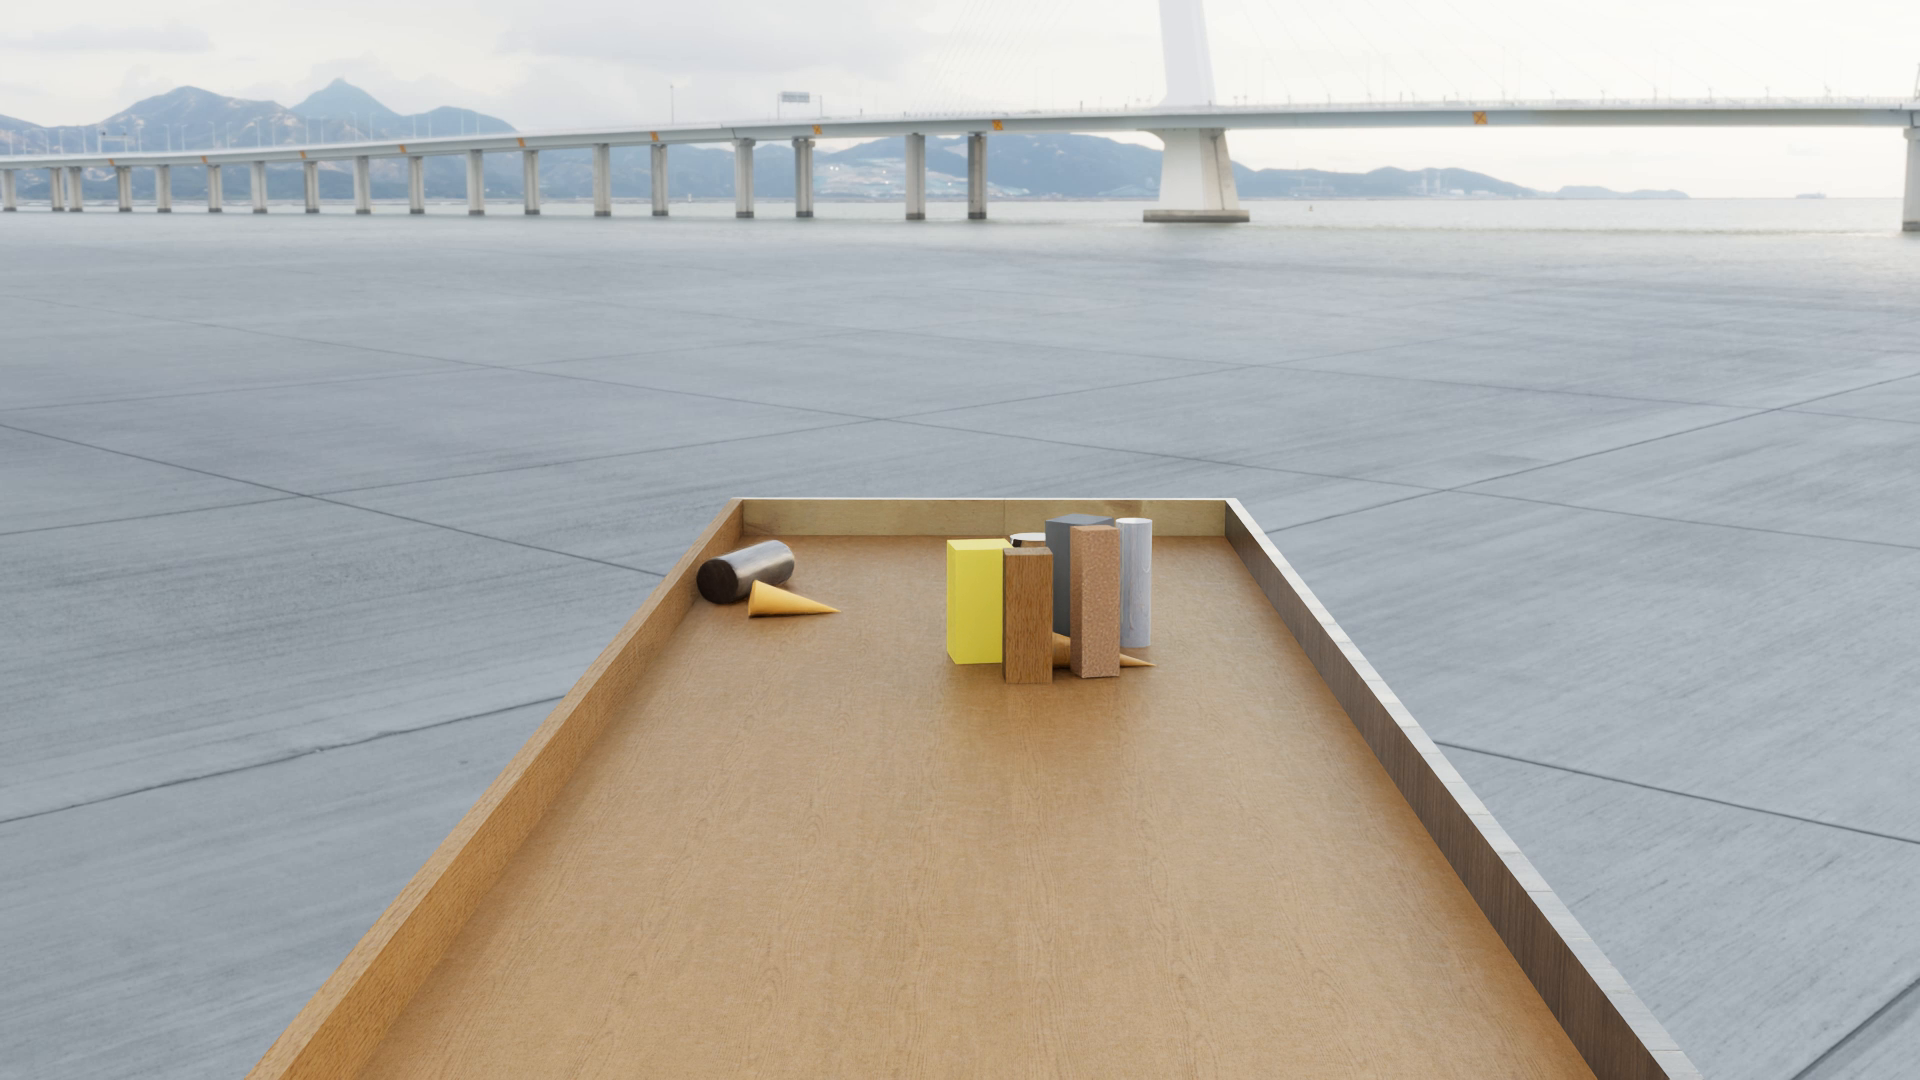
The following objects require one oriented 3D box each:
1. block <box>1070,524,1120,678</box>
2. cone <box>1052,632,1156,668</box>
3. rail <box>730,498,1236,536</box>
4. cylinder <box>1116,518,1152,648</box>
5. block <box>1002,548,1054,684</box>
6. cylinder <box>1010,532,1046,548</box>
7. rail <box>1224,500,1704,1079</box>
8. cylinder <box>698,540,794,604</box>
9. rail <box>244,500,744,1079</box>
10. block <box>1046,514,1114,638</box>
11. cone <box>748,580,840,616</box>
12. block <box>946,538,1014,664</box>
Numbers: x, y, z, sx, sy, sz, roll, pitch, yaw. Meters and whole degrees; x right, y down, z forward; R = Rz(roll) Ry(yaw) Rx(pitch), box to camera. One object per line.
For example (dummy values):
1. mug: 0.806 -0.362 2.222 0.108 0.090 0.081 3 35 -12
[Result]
1. block: 0.397 0.179 6.480 0.115 0.433 0.115 -2 7 -14
2. cone: 0.376 0.346 6.593 0.450 0.148 0.148 9 8 -6
3. rail: 0.099 -0.098 9.147 2.100 0.150 0.050 0 9 1
4. cylinder: 0.544 0.134 6.910 0.114 0.393 0.114 0 9 0
5. block: 0.196 0.220 6.411 0.135 0.379 0.135 -1 9 -3
6. cylinder: 0.238 0.155 6.954 0.160 0.336 0.160 0 9 0
7. rail: 1.046 0.843 3.208 0.050 0.150 12.000 0 9 1
8. cylinder: -0.756 0.112 7.793 0.159 0.159 0.443 4 10 22
9. rail: -1.004 0.839 3.234 0.050 0.150 12.000 0 9 1
10. block: 0.367 0.147 6.700 0.150 0.428 0.150 7 13 38
11. cone: -0.547 0.220 7.428 0.316 0.122 0.122 9 7 -12
12. block: 0.062 0.185 6.718 0.180 0.349 0.180 -1 10 -9
